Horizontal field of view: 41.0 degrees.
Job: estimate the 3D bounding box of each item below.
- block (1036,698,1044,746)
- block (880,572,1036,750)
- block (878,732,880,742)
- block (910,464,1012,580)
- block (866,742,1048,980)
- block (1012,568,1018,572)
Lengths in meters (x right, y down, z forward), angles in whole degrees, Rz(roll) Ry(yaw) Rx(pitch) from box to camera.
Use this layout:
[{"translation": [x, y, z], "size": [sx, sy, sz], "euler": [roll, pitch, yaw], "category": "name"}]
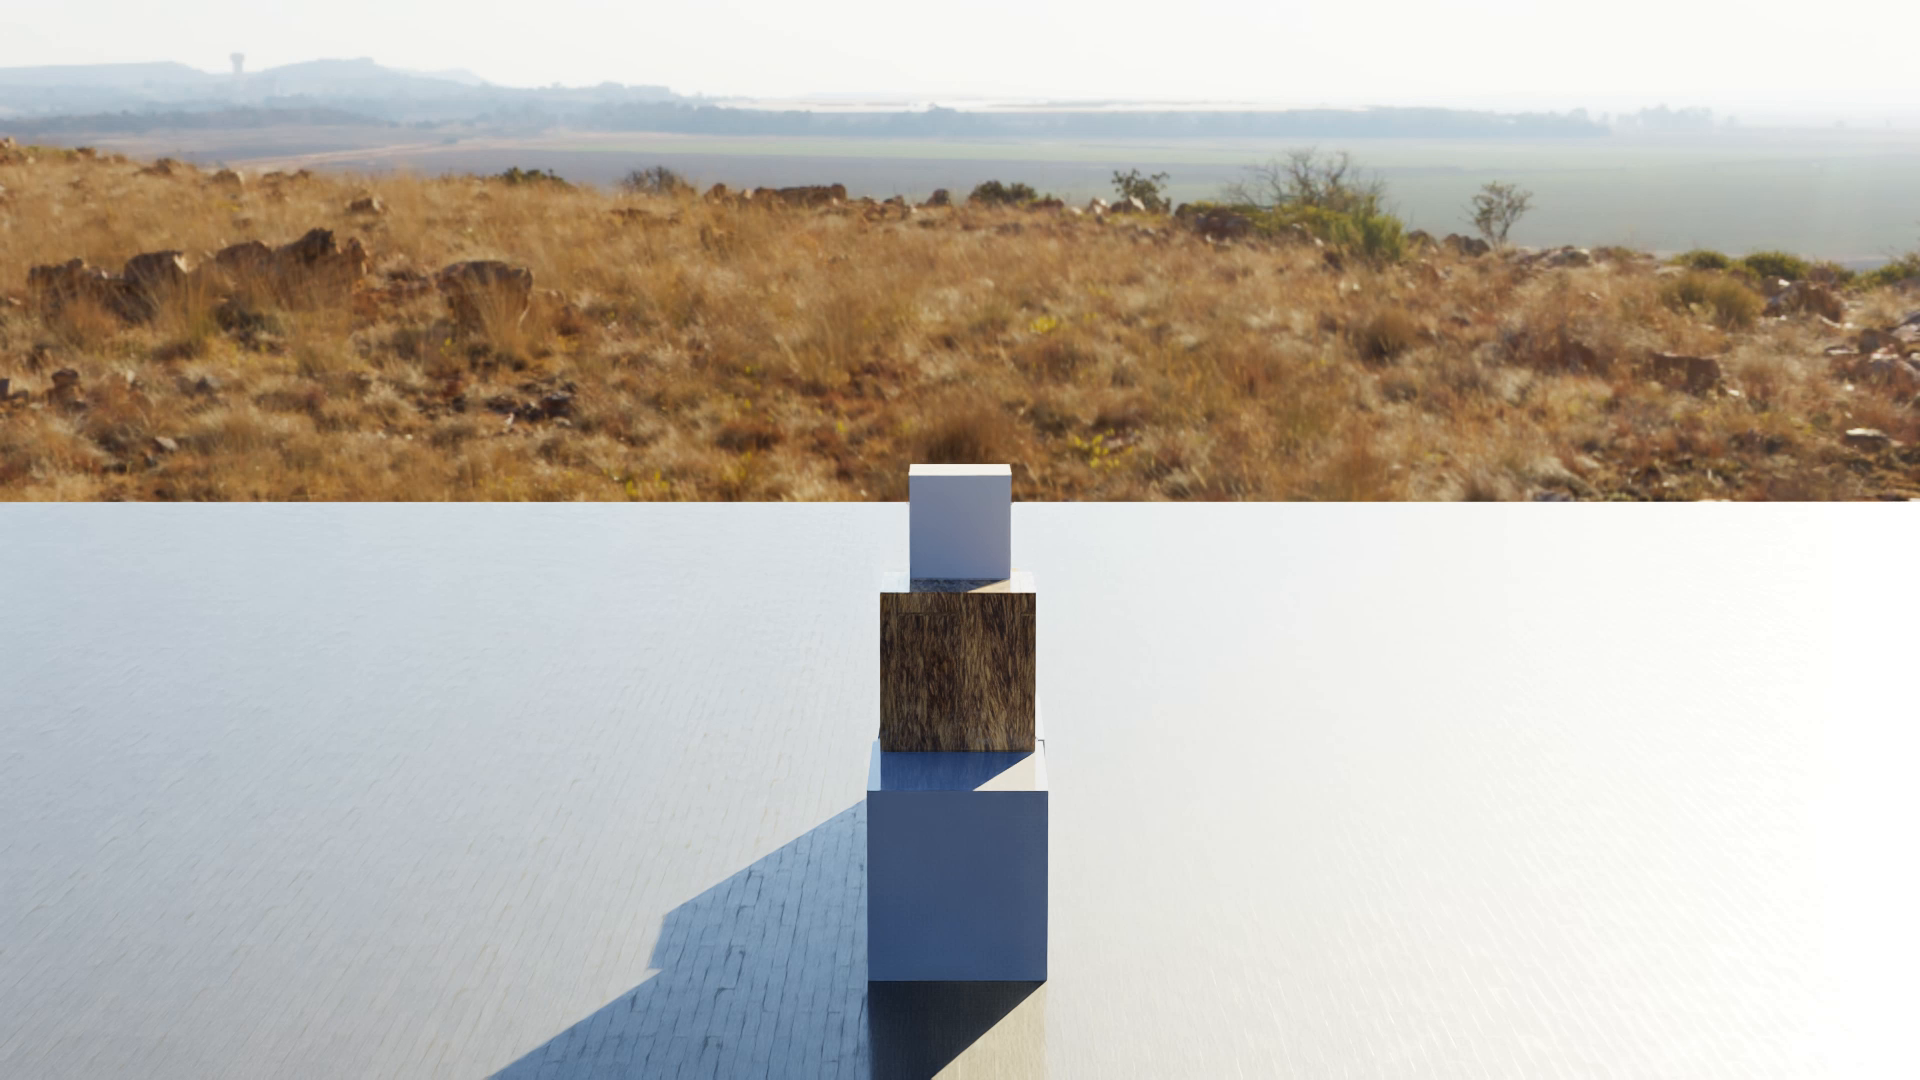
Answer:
[{"translation": [0.008, 1.112, 11.711], "size": [0.728, 0.622, 0.772], "euler": [0, 10, 0], "category": "block"}, {"translation": [-0.008, 0.495, 10.776], "size": [0.634, 0.648, 0.661], "euler": [0, 7, 0], "category": "block"}, {"translation": [-0.015, 1.213, 11.031], "size": [0.679, 0.666, 0.581], "euler": [0, 10, 0], "category": "block"}, {"translation": [0.000, -0.079, 10.964], "size": [0.427, 0.444, 0.420], "euler": [0, 7, 0], "category": "block"}, {"translation": [-0.010, 1.282, 10.360], "size": [0.704, 0.771, 0.745], "euler": [0, 10, 0], "category": "block"}, {"translation": [0.014, 0.415, 11.864], "size": [0.504, 0.485, 0.482], "euler": [0, 12, 0], "category": "block"}]
